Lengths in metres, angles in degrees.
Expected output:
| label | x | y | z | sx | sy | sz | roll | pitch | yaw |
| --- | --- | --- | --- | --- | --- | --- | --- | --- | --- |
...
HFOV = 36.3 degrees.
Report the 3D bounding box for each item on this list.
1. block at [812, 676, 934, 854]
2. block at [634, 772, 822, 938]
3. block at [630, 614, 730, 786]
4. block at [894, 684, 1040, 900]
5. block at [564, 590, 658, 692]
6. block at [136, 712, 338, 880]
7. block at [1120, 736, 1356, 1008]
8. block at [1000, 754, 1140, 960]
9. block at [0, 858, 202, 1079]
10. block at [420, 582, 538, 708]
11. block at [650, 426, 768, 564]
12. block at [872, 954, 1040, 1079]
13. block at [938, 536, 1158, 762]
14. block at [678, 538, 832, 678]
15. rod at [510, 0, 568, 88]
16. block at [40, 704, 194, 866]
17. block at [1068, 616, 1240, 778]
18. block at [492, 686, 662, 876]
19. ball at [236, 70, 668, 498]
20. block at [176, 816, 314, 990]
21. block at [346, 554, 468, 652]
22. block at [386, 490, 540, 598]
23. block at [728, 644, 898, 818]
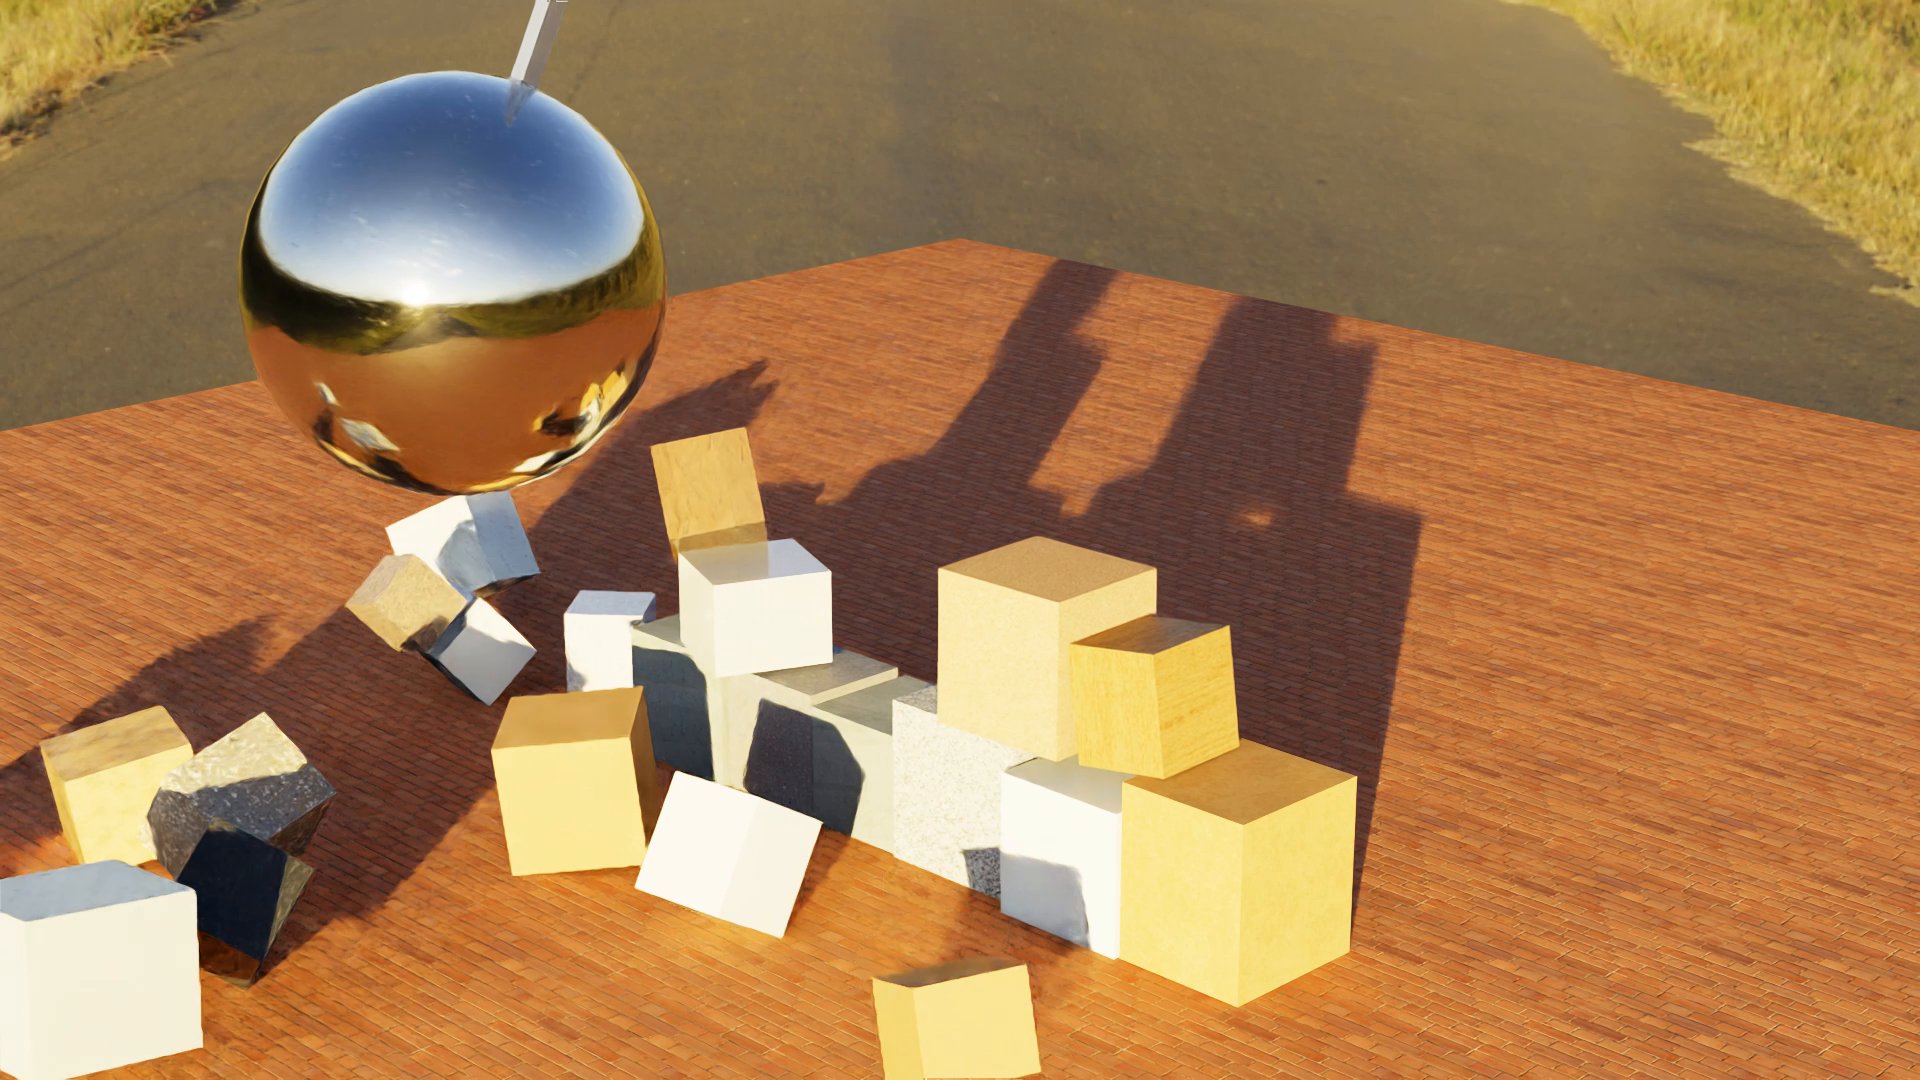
| label | x | y | z | sx | sy | sz | roll | pitch | yaw |
| --- | --- | --- | --- | --- | --- | --- | --- | --- | --- |
| block | -0.279 | 1.064 | 13.983 | 0.616 | 0.586 | 0.579 | -17 | 24 | -42 |
| block | -1.009 | 1.373 | 12.801 | 0.490 | 0.536 | 0.475 | 13 | -9 | 36 |
| block | -1.176 | 0.760 | 14.823 | 0.664 | 0.662 | 0.692 | -17 | 24 | -42 |
| block | 0.193 | 1.114 | 13.499 | 0.655 | 0.781 | 0.759 | -17 | 24 | -42 |
| block | -1.871 | 0.561 | 15.779 | 0.418 | 0.467 | 0.398 | 2 | 18 | 5 |
| block | -3.220 | 1.221 | 13.050 | 0.497 | 0.553 | 0.575 | 46 | 46 | 8 |
| block | 1.184 | 1.401 | 12.525 | 0.751 | 0.817 | 0.660 | -17 | 24 | -42 |
| block | 0.701 | 1.326 | 13.003 | 0.794 | 0.672 | 0.680 | -17 | 24 | -42 |
| block | -3.429 | 1.659 | 11.363 | 0.693 | 0.628 | 0.679 | -8 | 11 | -42 |
| block | -2.605 | 0.555 | 15.604 | 0.394 | 0.431 | 0.410 | -51 | 37 | -13 |
| block | -1.233 | -0.217 | 14.464 | 0.472 | 0.487 | 0.447 | -12 | -15 | -5 |
| block | -0.017 | 1.892 | 11.447 | 0.488 | 0.421 | 0.401 | -8 | 2 | -25 |
| block | 0.385 | 0.470 | 13.036 | 0.703 | 0.725 | 0.663 | 16 | 23 | 40 |
| block | -1.002 | 0.326 | 14.323 | 0.592 | 0.466 | 0.568 | -7 | 19 | -21 |
| rod | -0.824 | -4.184 | 11.163 | 0.080 | 5.200 | 0.080 | 17 | -3 | 42 |
| block | -3.884 | 1.167 | 13.665 | 0.584 | 0.497 | 0.568 | -18 | 23 | -23 |
| block | 0.838 | 0.670 | 12.647 | 0.473 | 0.542 | 0.516 | 6 | 17 | 43 |
| block | -1.768 | 1.112 | 13.592 | 0.629 | 0.639 | 0.585 | -5 | 20 | 2 |
| ball | -1.902 | -0.961 | 11.046 | 1.600 | 1.600 | 1.600 | 0 | 17 | 0 |
| block | -3.036 | 1.516 | 12.206 | 0.459 | 0.457 | 0.455 | 29 | 59 | -7 |
| block | -2.889 | 0.331 | 15.294 | 0.343 | 0.380 | 0.432 | -54 | 24 | -21 |
| block | -2.842 | 0.062 | 16.785 | 0.543 | 0.531 | 0.522 | -23 | -4 | 20 |
| block | -0.719 | 0.917 | 14.368 | 0.564 | 0.635 | 0.612 | -16 | 24 | -42 |
